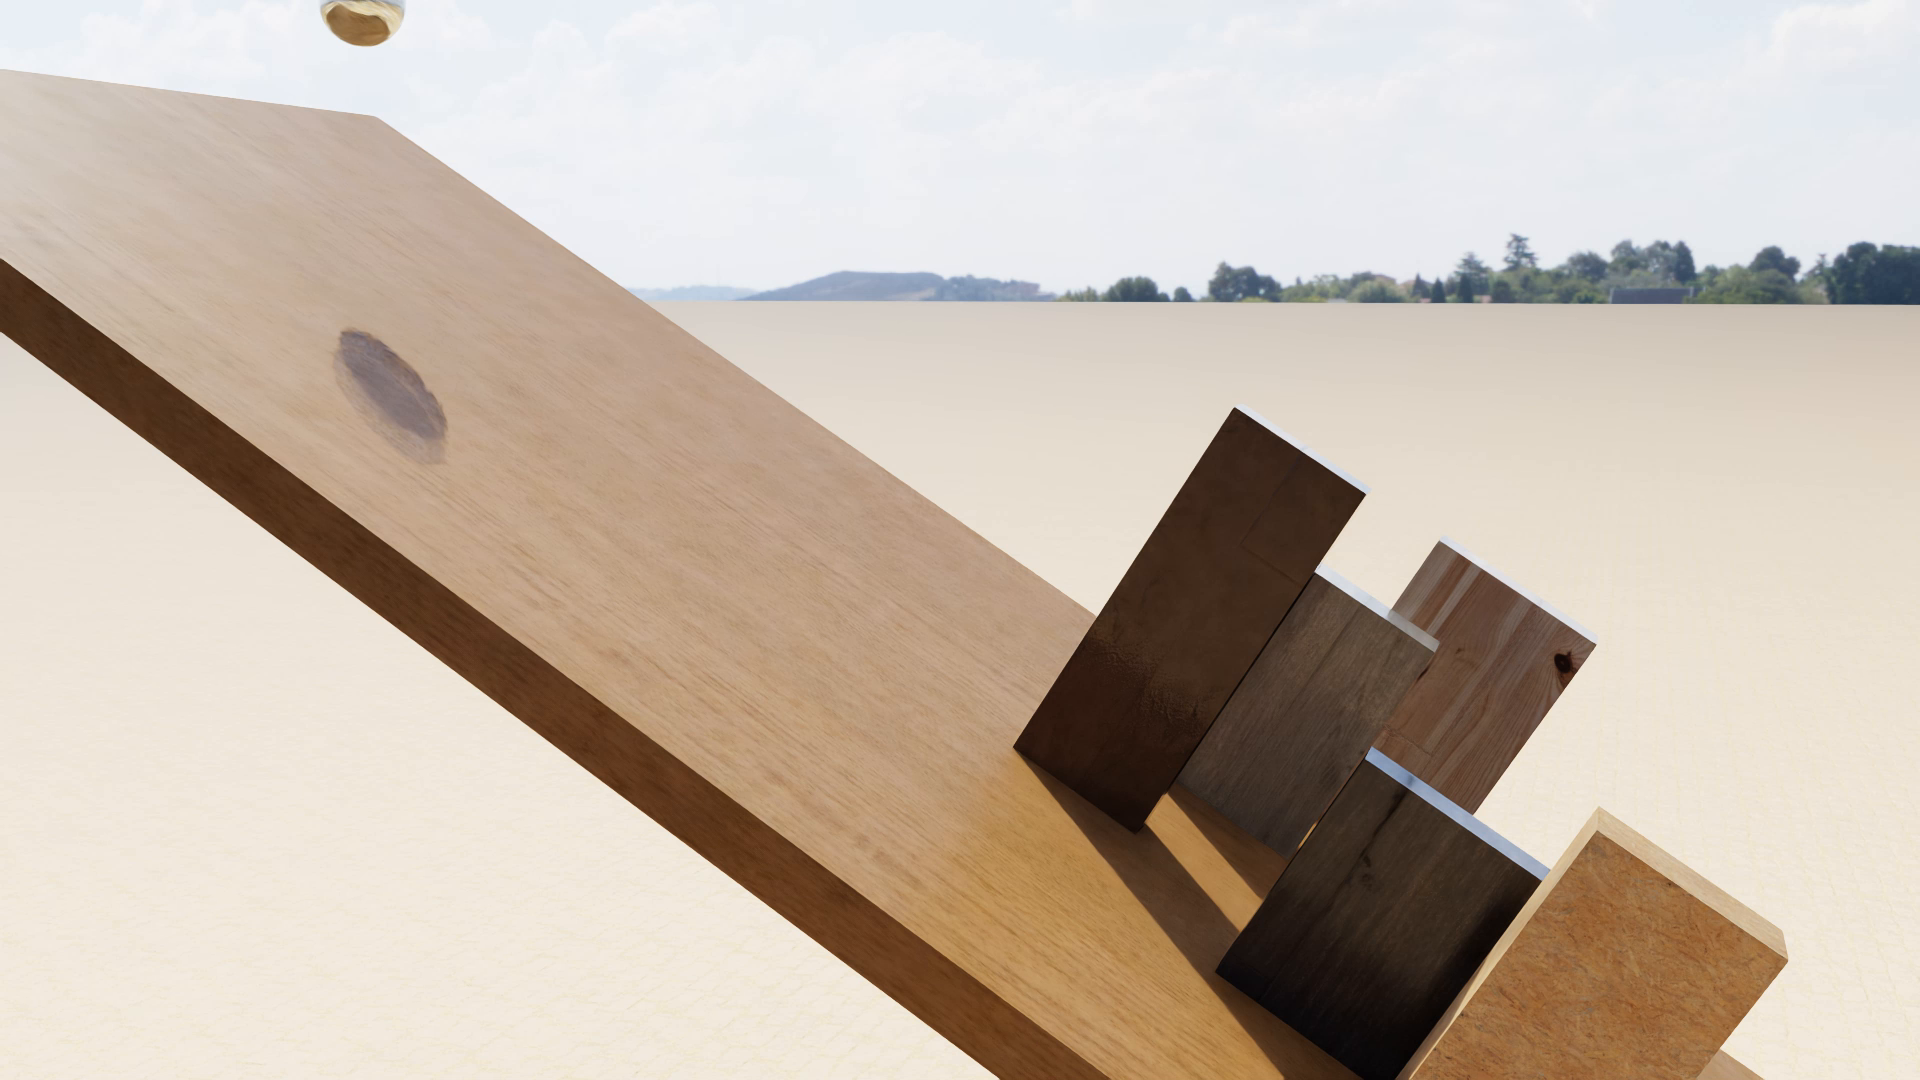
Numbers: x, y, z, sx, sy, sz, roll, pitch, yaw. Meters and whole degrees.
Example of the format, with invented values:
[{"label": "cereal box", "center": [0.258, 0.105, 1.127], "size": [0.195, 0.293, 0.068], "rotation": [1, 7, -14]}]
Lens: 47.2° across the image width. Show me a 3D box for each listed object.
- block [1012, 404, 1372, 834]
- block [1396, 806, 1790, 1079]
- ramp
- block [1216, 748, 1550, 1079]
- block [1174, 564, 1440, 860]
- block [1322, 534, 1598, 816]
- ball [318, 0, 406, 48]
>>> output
[{"label": "block", "center": [0.403, 0.142, 3.869], "size": [0.269, 0.732, 0.089], "rotation": [35, 15, 11]}, {"label": "block", "center": [0.864, 0.727, 3.150], "size": [0.303, 0.614, 0.145], "rotation": [35, 15, 11]}, {"label": "ramp", "center": [-0.141, 0.235, 4.106], "size": [4.000, 0.100, 2.000], "rotation": [35, 15, 11]}, {"label": "block", "center": [0.682, 0.616, 3.497], "size": [0.366, 0.433, 0.094], "rotation": [35, 15, 11]}, {"label": "block", "center": [0.621, 0.299, 4.262], "size": [0.385, 0.497, 0.122], "rotation": [35, 15, 11]}, {"label": "block", "center": [0.990, 0.352, 4.593], "size": [0.376, 0.617, 0.115], "rotation": [35, 15, 11]}, {"label": "ball", "center": [-1.190, -1.069, 4.376], "size": [0.171, 0.171, 0.171], "rotation": [0, 7, 0]}]
